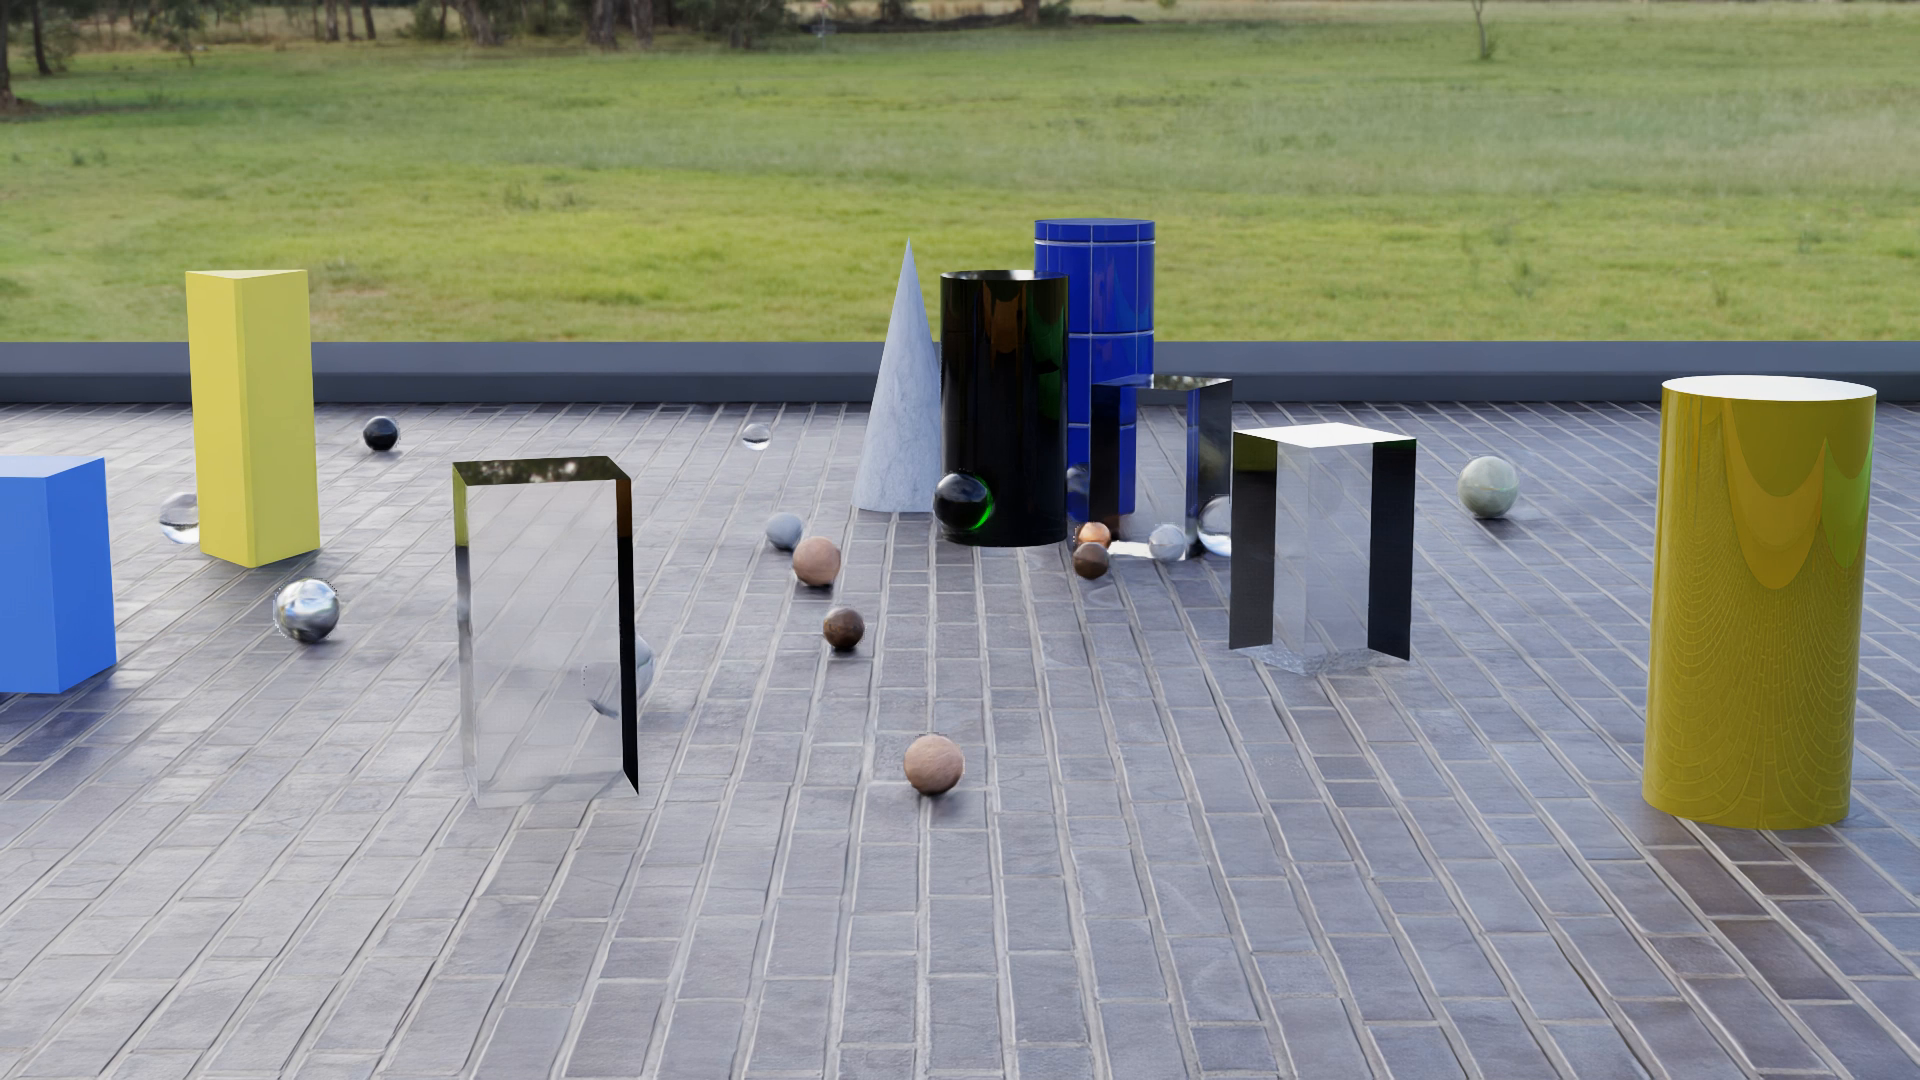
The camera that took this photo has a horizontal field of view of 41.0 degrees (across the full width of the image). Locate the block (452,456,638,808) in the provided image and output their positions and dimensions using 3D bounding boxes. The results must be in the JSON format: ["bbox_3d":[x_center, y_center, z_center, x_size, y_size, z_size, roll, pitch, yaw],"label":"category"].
[{"bbox_3d":[-0.424,0.089,2.617,0.160,0.325,0.160,-3,11,-16],"label":"block"}]

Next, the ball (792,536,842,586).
[{"bbox_3d":[-0.203,0.030,3.636,0.071,0.071,0.071,0,10,0],"label":"ball"}]

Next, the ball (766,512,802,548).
[{"bbox_3d":[-0.269,-0.015,3.918,0.056,0.056,0.056,0,10,0],"label":"ball"}]

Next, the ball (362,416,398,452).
[{"bbox_3d":[-1.108,-0.203,4.907,0.067,0.067,0.067,0,10,0],"label":"ball"}]

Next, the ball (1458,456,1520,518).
[{"bbox_3d":[0.863,-0.087,4.186,0.100,0.100,0.100,0,10,0],"label":"ball"}]

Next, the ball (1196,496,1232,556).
[{"bbox_3d":[0.399,-0.020,3.828,0.091,0.091,0.091,0,10,0],"label":"ball"}]

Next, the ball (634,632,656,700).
[{"bbox_3d":[-0.397,0.146,2.947,0.093,0.093,0.093,0,10,0],"label":"ball"}]

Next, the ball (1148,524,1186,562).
[{"bbox_3d":[0.307,0.005,3.801,0.057,0.057,0.057,0,10,0],"label":"ball"}]

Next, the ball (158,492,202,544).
[{"bbox_3d":[-1.190,-0.034,3.948,0.082,0.082,0.082,0,10,0],"label":"ball"}]

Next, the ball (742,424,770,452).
[{"bbox_3d":[-0.389,-0.196,4.907,0.054,0.054,0.054,0,10,0],"label":"ball"}]

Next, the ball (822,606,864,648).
[{"bbox_3d":[-0.148,0.111,3.245,0.054,0.054,0.054,0,10,0],"label":"ball"}]

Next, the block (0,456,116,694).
[{"bbox_3d":[-1.130,0.038,3.080,0.160,0.257,0.160,1,11,6],"label":"block"}]

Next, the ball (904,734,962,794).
[{"bbox_3d":[-0.027,0.227,2.597,0.060,0.060,0.060,0,10,0],"label":"ball"}]

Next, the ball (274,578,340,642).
[{"bbox_3d":[-0.835,0.090,3.285,0.081,0.081,0.081,0,10,0],"label":"ball"}]

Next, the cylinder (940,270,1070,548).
[{"bbox_3d":[0.069,-0.208,3.992,0.200,0.409,0.200,0,10,0],"label":"cylinder"}]

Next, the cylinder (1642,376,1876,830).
[{"bbox_3d":[0.788,0.057,2.539,0.200,0.417,0.200,0,10,0],"label":"cylinder"}]

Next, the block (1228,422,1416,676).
[{"bbox_3d":[0.448,0.007,3.185,0.160,0.279,0.160,-6,12,-28],"label":"block"}]

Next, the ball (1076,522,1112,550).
[{"bbox_3d":[0.201,-0.001,3.854,0.053,0.053,0.053,0,10,0],"label":"ball"}]

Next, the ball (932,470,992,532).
[{"bbox_3d":[0.004,-0.059,3.887,0.091,0.091,0.091,0,10,0],"label":"ball"}]

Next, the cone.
[{"bbox_3d":[-0.085,-0.284,4.296,0.200,0.448,0.200,0,10,0],"label":"cone"}]

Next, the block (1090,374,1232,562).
[{"bbox_3d":[0.306,-0.114,3.907,0.160,0.255,0.160,6,12,30],"label":"block"}]

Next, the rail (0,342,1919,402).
[{"bbox_3d":[-0.013,-0.366,5.609,4.430,0.130,0.045,0,10,0],"label":"rail"}]

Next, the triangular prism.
[{"bbox_3d":[-1.040,-0.189,3.846,0.150,0.424,0.173,-9,14,-39],"label":"triangular prism"}]

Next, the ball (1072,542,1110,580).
[{"bbox_3d":[0.188,0.029,3.685,0.054,0.054,0.054,0,10,0],"label":"ball"}]

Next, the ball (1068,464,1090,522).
[{"bbox_3d":[0.197,-0.076,4.139,0.095,0.095,0.095,0,10,0],"label":"ball"}]

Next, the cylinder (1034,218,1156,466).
[{"bbox_3d":[0.223,-0.293,4.278,0.200,0.473,0.200,0,10,0],"label":"cylinder"}]
